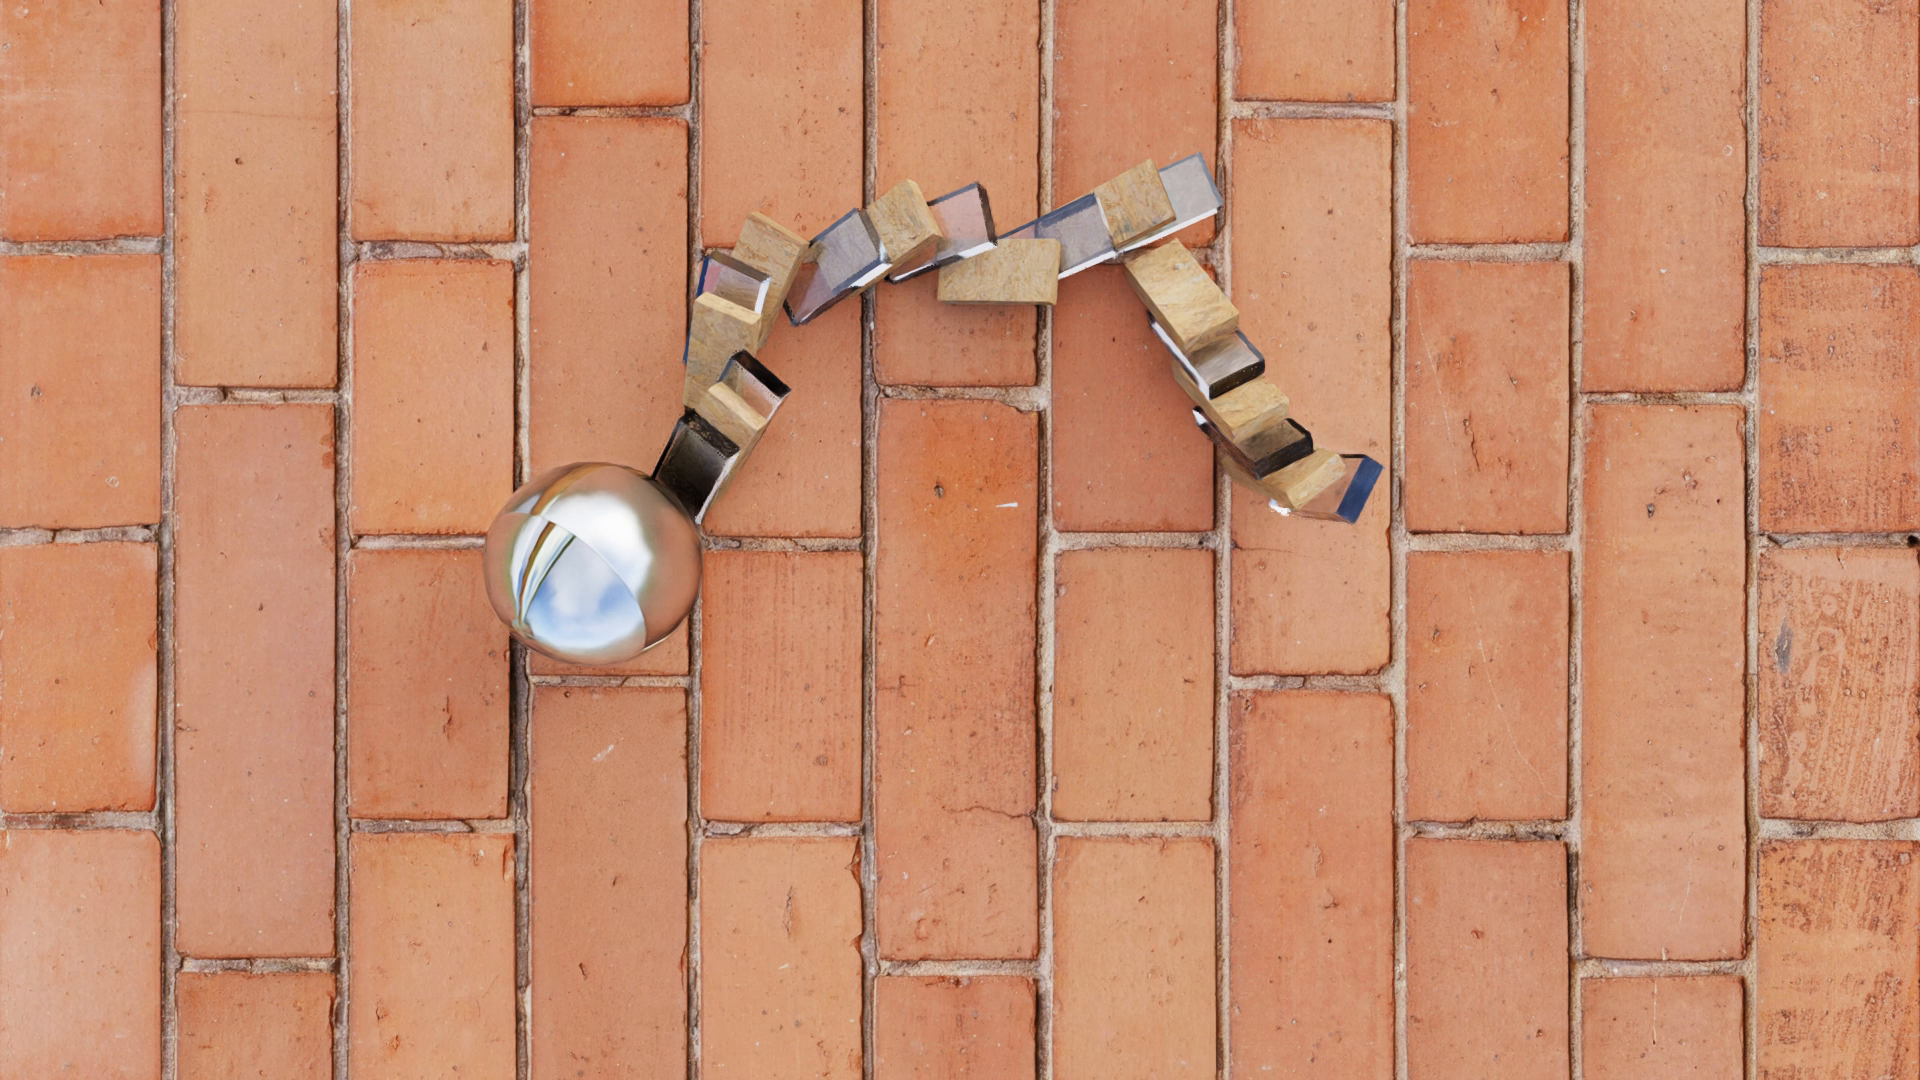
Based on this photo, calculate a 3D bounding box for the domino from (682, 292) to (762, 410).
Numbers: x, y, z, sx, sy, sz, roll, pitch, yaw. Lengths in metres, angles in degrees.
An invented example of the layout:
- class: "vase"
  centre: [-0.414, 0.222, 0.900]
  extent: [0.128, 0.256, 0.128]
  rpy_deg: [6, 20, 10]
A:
- class: "domino"
  centre: [-0.099, -0.074, 0.380]
  extent: [0.025, 0.009, 0.050]
  rpy_deg: [23, 129, 2]

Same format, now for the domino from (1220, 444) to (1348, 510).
- class: "domino"
  centre: [0.131, -0.030, 0.375]
  extent: [0.025, 0.050, 0.009]
  rpy_deg: [-37, 114, 0]

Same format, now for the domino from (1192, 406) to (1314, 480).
- class: "domino"
  centre: [0.120, -0.045, 0.377]
  extent: [0.025, 0.050, 0.009]
  rpy_deg: [-27, 127, 0]

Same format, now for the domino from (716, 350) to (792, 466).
- class: "domino"
  centre: [-0.093, -0.052, 0.380]
  extent: [0.025, 0.010, 0.050]
  rpy_deg: [41, 127, -4]

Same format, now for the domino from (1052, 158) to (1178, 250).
- class: "domino"
  centre: [0.062, -0.135, 0.385]
  extent: [0.050, 0.010, 0.025]
  rpy_deg: [-22, 91, 23]

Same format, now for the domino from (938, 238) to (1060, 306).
- class: "domino"
  centre: [0.016, -0.112, 0.385]
  extent: [0.050, 0.010, 0.025]
  rpy_deg: [7, 97, 22]

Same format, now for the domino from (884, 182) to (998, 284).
- class: "domino"
  centre: [-0.011, -0.128, 0.384]
  extent: [0.050, 0.009, 0.025]
  rpy_deg: [-12, 89, 27]

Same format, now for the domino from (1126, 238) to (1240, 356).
- class: "domino"
  centre: [0.092, -0.102, 0.383]
  extent: [0.025, 0.010, 0.050]
  rpy_deg: [-26, 59, 0]

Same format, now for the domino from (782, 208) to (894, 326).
- class: "domino"
  centre: [-0.055, -0.114, 0.385]
  extent: [0.050, 0.009, 0.025]
  rpy_deg: [-26, 90, 26]

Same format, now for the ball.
- class: "ball"
  centre: [-0.143, 0.009, 0.360]
  extent: [0.080, 0.080, 0.080]
  rpy_deg: [0, 90, 0]

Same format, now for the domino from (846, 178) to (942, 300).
- class: "domino"
  centre: [-0.034, -0.125, 0.385]
  extent: [0.050, 0.009, 0.025]
  rpy_deg: [-27, 88, 26]

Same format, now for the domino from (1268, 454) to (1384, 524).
- class: "domino"
  centre: [0.148, -0.022, 0.375]
  extent: [0.010, 0.050, 0.025]
  rpy_deg: [26, 90, -12]

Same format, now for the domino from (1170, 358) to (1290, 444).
- class: "domino"
  centre: [0.111, -0.063, 0.380]
  extent: [0.025, 0.010, 0.050]
  rpy_deg: [-26, 48, 0]

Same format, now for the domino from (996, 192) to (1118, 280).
- class: "domino"
  centre: [0.038, -0.123, 0.386]
  extent: [0.050, 0.009, 0.025]
  rpy_deg: [-18, 90, 23]

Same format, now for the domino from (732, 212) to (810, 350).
- class: "domino"
  centre: [-0.086, -0.108, 0.385]
  extent: [0.025, 0.009, 0.050]
  rpy_deg: [31, 114, 0]

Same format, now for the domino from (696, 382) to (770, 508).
- class: "domino"
  centre: [-0.102, -0.039, 0.380]
  extent: [0.025, 0.010, 0.050]
  rpy_deg: [40, 127, -3]

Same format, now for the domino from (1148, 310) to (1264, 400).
- class: "domino"
  centre: [0.102, -0.083, 0.382]
  extent: [0.025, 0.010, 0.050]
  rpy_deg: [-26, 56, 0]

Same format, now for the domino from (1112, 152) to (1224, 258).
- class: "domino"
  centre: [0.085, -0.144, 0.395]
  extent: [0.050, 0.010, 0.025]
  rpy_deg: [-24, 90, 0]

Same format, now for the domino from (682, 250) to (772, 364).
- class: "domino"
  centre: [-0.098, -0.091, 0.382]
  extent: [0.025, 0.009, 0.050]
  rpy_deg: [25, 124, 0]

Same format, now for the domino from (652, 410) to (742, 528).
- class: "domino"
  centre: [-0.112, -0.027, 0.381]
  extent: [0.025, 0.009, 0.050]
  rpy_deg: [39, 127, -2]
